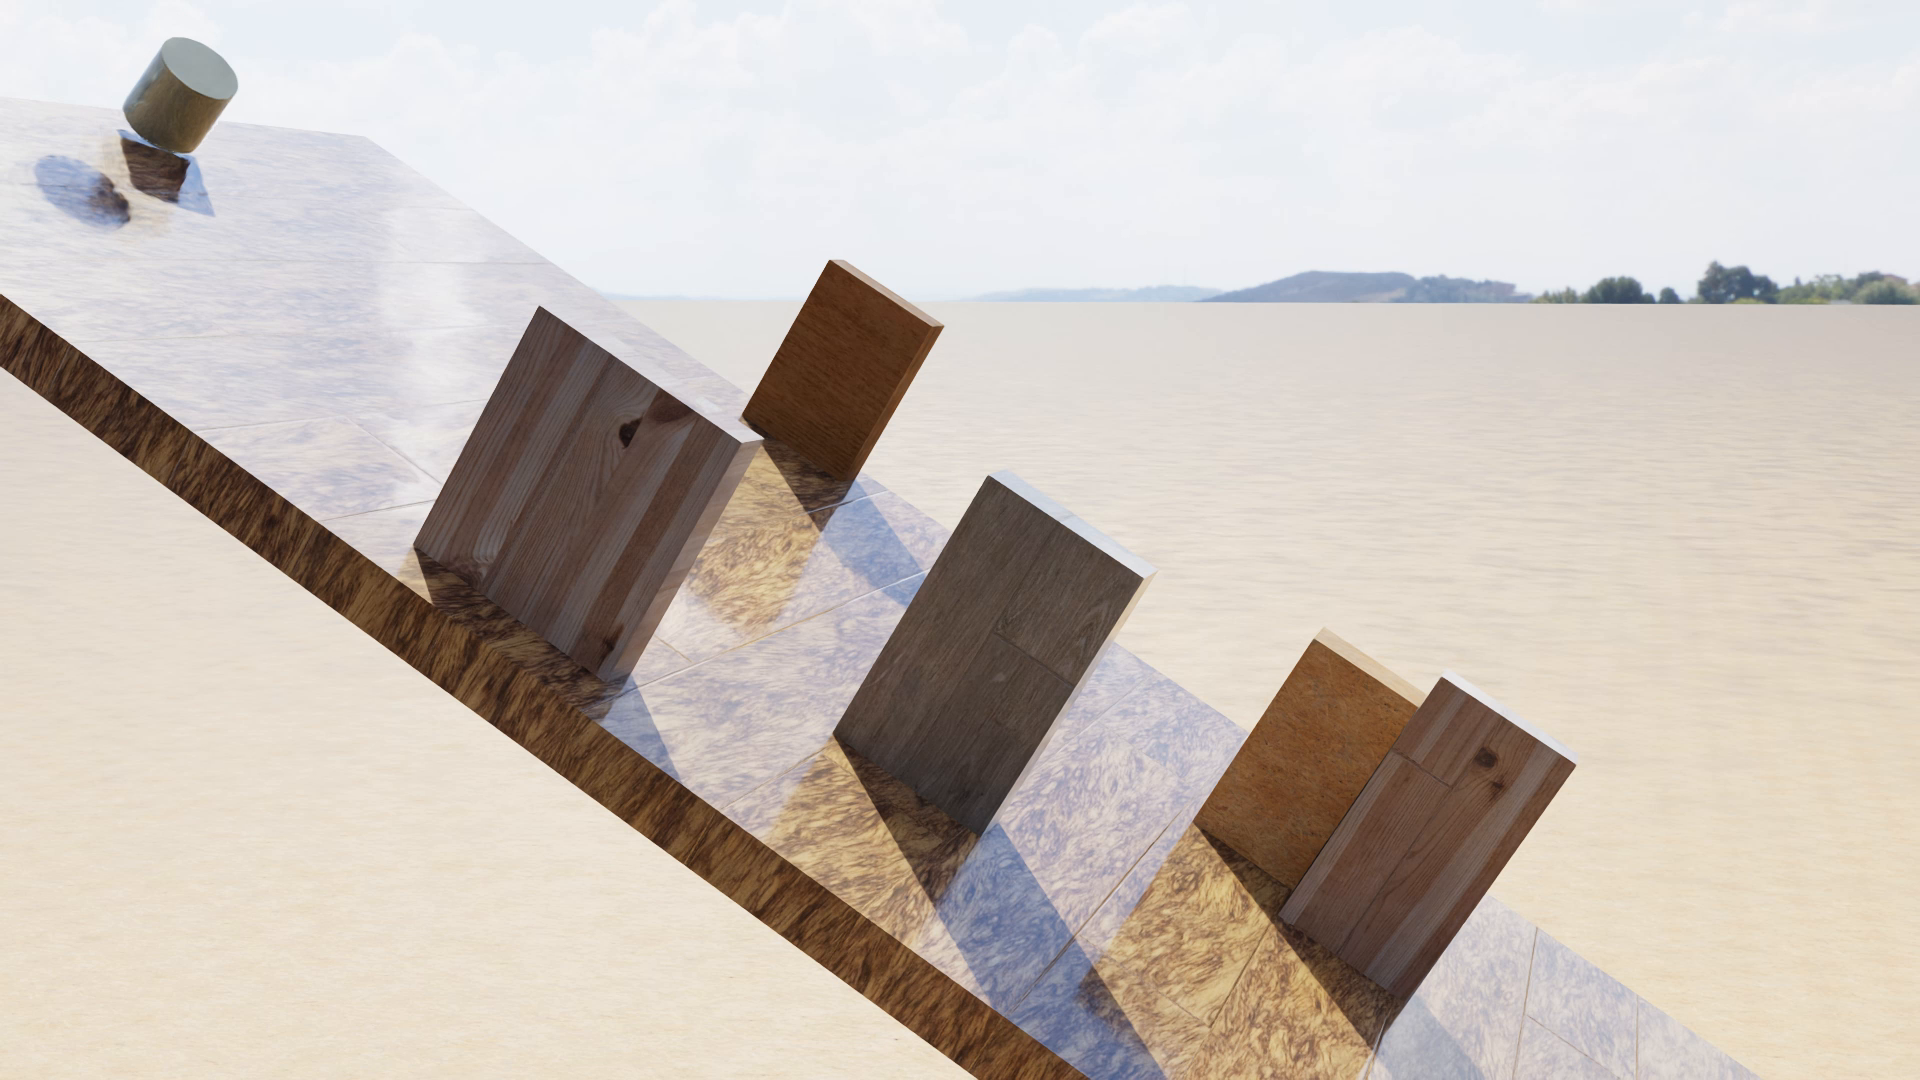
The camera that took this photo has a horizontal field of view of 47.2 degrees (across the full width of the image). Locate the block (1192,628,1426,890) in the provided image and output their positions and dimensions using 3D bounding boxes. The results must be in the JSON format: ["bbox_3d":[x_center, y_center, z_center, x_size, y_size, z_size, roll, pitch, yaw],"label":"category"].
[{"bbox_3d":[0.675,0.422,4.181,0.257,0.428,0.138,34,15,11],"label":"block"}]

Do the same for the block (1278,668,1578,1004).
[{"bbox_3d":[0.835,0.529,3.937,0.274,0.534,0.090,34,15,11],"label":"block"}]

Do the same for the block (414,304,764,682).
[{"bbox_3d":[-0.568,-0.072,3.338,0.380,0.432,0.087,34,15,11],"label":"block"}]

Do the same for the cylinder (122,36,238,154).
[{"bbox_3d":[-1.583,-0.902,4.468,0.166,0.166,0.166,-42,-16,29],"label":"cylinder"}]

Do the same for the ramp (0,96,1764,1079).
[{"bbox_3d":[-0.157,0.259,4.114,4.000,0.100,2.000,34,15,11],"label":"ramp"}]

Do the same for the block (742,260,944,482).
[{"bbox_3d":[-0.266,-0.384,4.984,0.283,0.412,0.095,34,15,11],"label":"block"}]

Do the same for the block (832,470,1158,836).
[{"bbox_3d":[0.054,0.183,3.577,0.299,0.510,0.107,34,15,11],"label":"block"}]
